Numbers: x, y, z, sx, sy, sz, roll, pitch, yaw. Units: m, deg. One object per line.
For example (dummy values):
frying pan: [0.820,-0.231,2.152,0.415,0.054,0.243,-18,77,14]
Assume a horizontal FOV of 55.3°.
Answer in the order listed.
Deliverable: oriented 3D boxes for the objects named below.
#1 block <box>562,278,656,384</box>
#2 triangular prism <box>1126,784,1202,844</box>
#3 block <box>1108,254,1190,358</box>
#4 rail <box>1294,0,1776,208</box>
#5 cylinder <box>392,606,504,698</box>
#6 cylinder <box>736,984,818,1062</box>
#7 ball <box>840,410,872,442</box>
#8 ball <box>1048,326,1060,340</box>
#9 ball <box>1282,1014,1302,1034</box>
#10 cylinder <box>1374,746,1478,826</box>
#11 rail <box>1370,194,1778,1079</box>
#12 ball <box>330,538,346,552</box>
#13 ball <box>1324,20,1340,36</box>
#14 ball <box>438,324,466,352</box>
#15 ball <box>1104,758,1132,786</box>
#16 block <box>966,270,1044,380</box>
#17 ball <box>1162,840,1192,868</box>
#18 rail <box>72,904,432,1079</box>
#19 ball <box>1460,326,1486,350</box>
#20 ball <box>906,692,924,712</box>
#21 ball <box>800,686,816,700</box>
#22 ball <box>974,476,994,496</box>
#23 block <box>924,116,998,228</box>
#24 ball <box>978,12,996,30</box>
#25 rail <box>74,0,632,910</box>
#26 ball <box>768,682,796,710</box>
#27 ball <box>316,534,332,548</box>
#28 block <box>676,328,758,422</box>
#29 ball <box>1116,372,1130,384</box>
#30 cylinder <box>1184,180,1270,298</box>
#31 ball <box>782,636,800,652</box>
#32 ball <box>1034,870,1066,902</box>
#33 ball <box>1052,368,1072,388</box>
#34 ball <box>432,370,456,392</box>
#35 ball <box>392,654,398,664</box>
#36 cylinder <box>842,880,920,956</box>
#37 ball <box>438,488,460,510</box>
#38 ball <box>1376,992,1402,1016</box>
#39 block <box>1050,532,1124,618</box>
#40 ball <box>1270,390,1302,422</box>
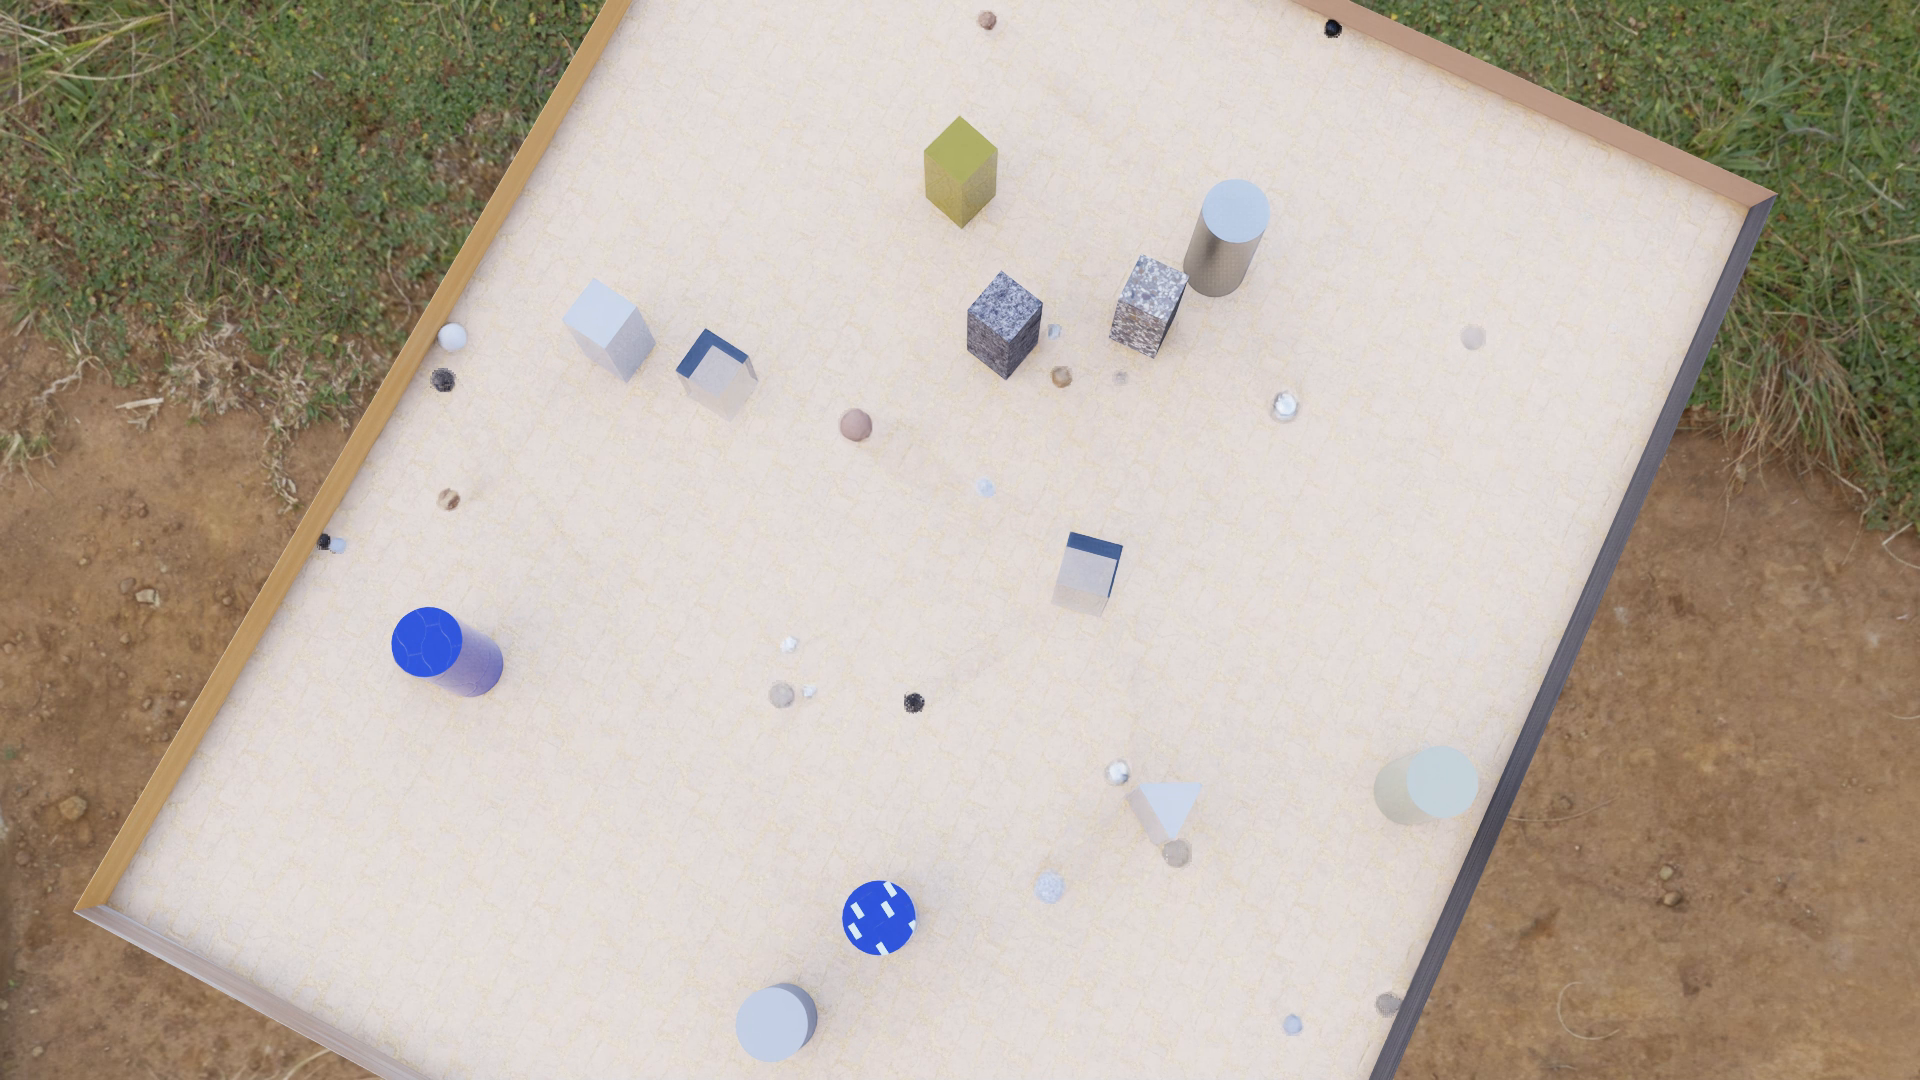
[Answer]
block: [-1.061,-0.631,5.564,0.158,0.359,0.158,34,80,7]
triangular prism: [0.601,0.751,5.236,0.148,0.440,0.171,-30,80,-6]
block: [0.571,-0.706,5.575,0.158,0.368,0.158,26,79,5]
rail: [0.938,-1.830,5.929,3.581,0.128,0.045,26,80,5]
cylinder: [-1.478,0.330,5.310,0.198,0.467,0.198,0,78,0]
cylinder: [-0.513,1.355,5.160,0.198,0.344,0.198,0,78,0]
ball: [-0.319,-0.352,5.639,0.099,0.099,0.099,0,78,0]
ball: [0.294,-0.649,5.730,0.041,0.041,0.041,0,78,0]
ball: [0.962,1.401,5.298,0.056,0.056,0.056,0,78,0]
cylinder: [1.331,0.709,5.259,0.198,0.413,0.198,0,78,0]
rail: [1.580,0.780,5.388,0.045,0.128,4.242,26,80,5]
ball: [-1.898,0.014,5.590,0.045,0.045,0.045,0,78,0]
ball: [1.205,-1.656,5.932,0.055,0.055,0.055,0,78,0]
ball: [-1.580,-0.630,5.703,0.086,0.086,0.086,0,78,0]
ball: [0.468,0.687,5.434,0.079,0.079,0.079,0,78,0]
block: [0.133,-0.645,5.553,0.158,0.386,0.158,39,81,7]
ball: [0.637,0.921,5.383,0.083,0.083,0.083,0,78,0]
rail: [-0.938,1.844,5.168,3.581,0.128,0.045,26,80,5]
ball: [1.598,-0.628,5.709,0.075,0.075,0.075,0,78,0]
ball: [-0.135,0.485,5.487,0.058,0.058,0.058,0,78,0]
ball: [-0.456,0.458,5.498,0.046,0.046,0.046,0,78,0]
ball: [0.075,-0.163,5.619,0.061,0.061,0.061,0,78,0]
block: [0.002,-1.133,5.667,0.158,0.360,0.158,43,81,8]
ball: [0.089,-1.682,5.935,0.058,0.058,0.058,0,78,0]
rail: [-1.580,-0.767,5.709,0.045,0.128,4.242,26,80,5]
ball: [-0.532,0.466,5.479,0.080,0.080,0.080,0,78,0]
ball: [-1.942,0.002,5.593,0.046,0.046,0.046,0,78,0]
block: [-0.737,-0.498,5.580,0.158,0.273,0.158,33,80,6]
ball: [0.504,-0.504,5.699,0.043,0.043,0.043,0,78,0]
cylinder: [0.804,-0.909,5.562,0.198,0.476,0.198,0,78,0]
ball: [-0.510,0.312,5.527,0.049,0.049,0.049,0,78,0]
ball: [0.264,1.013,5.361,0.090,0.090,0.090,0,78,0]
ball: [0.317,-0.503,5.688,0.064,0.064,0.064,0,78,0]
ball: [-1.601,-0.491,5.683,0.068,0.068,0.068,0,78,0]
ball: [-1.656,0.337,5.499,0.093,0.093,0.093,0,78,0]
cylinder: [-0.218,1.063,5.156,0.198,0.472,0.198,0,78,0]
ball: [-1.565,-0.125,5.609,0.065,0.065,0.065,0,78,0]
ball: [1.243,1.344,5.302,0.071,0.071,0.071,0,78,0]
block: [0.371,0.105,5.415,0.158,0.351,0.158,15,79,3]
ball: [1.003,-0.412,5.652,0.097,0.097,0.097,0,78,0]
